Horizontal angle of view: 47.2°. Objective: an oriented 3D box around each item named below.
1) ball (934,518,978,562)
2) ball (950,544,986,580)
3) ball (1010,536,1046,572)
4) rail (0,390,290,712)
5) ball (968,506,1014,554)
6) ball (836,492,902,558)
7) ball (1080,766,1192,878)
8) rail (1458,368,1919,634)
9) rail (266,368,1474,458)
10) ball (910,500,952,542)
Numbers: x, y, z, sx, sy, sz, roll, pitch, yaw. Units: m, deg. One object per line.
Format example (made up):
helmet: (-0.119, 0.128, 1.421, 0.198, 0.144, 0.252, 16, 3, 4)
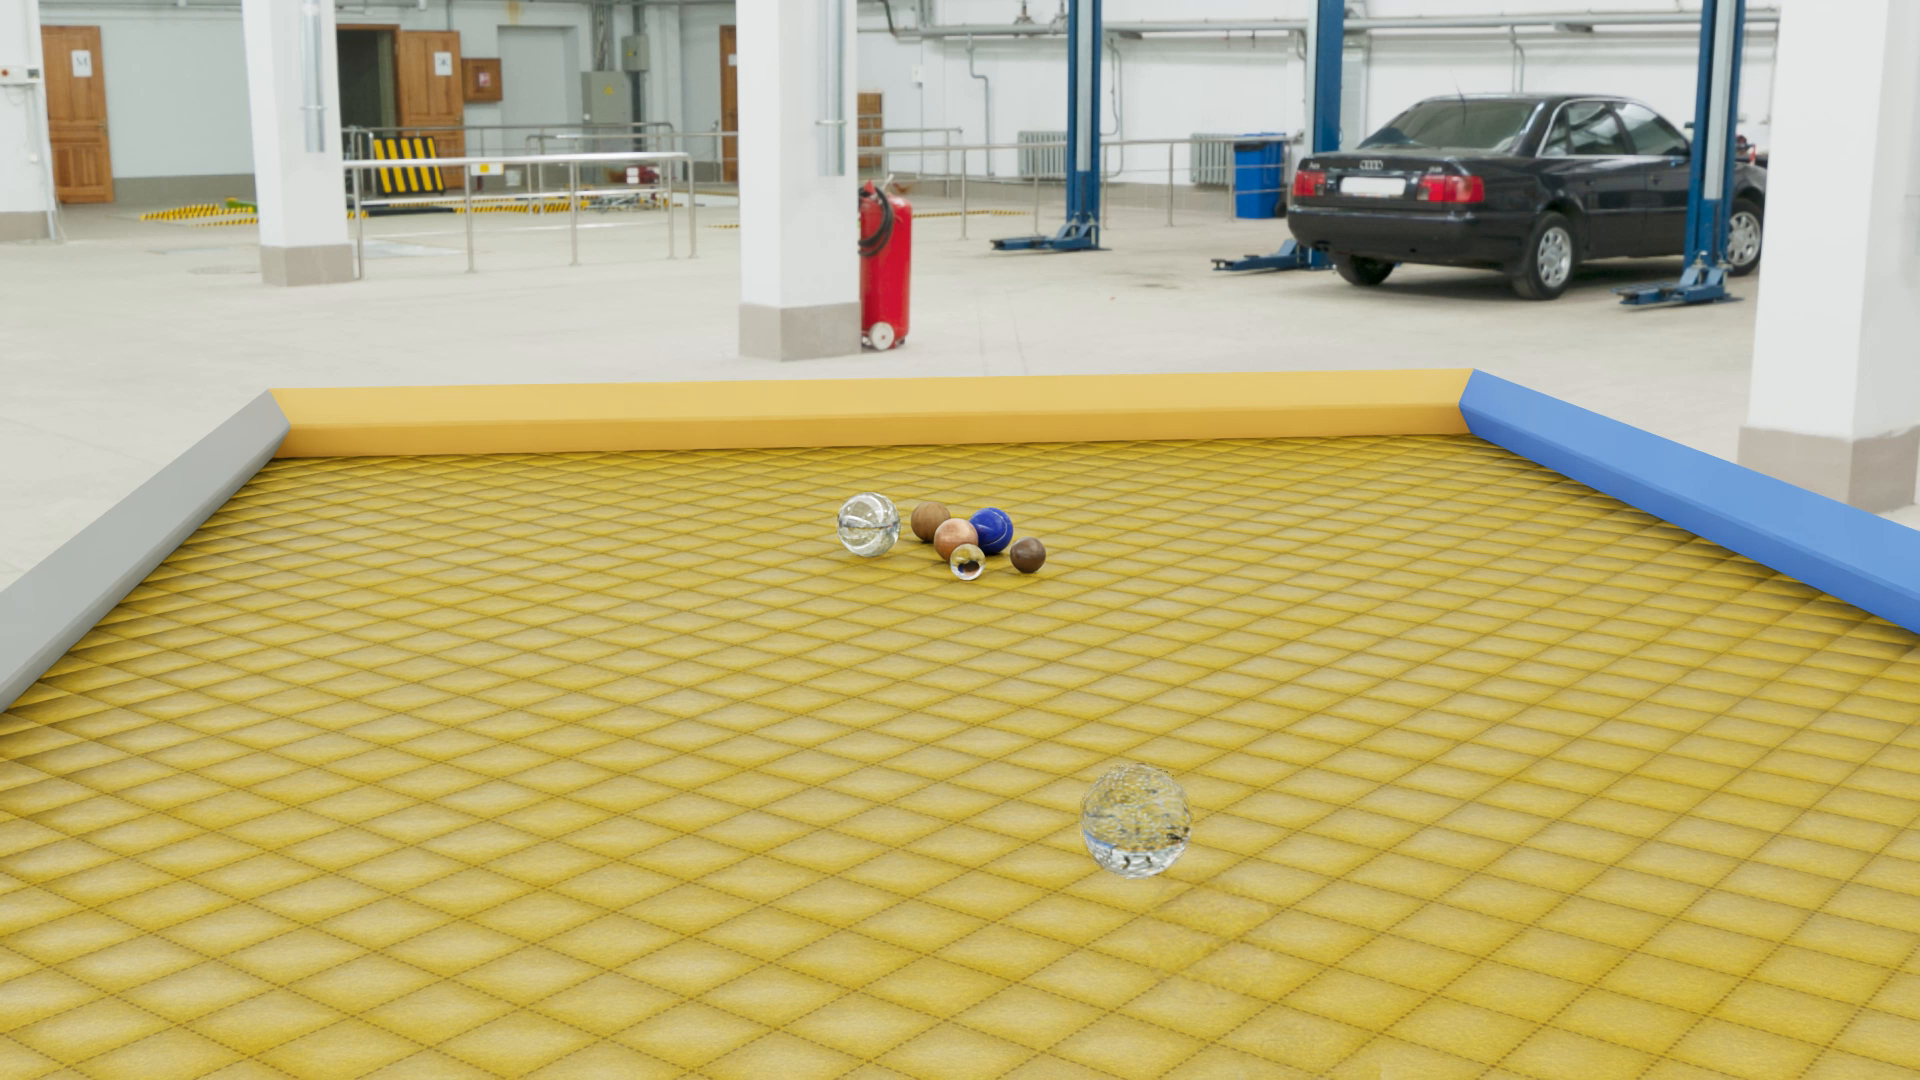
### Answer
ball: (-0.005, 0.001, 3.161, 0.065, 0.065, 0.065, 0, 12, 0)
ball: (0.011, 0.030, 3.055, 0.051, 0.051, 0.051, 0, 12, 0)
ball: (0.096, 0.021, 3.099, 0.052, 0.052, 0.052, 0, 12, 0)
rail: (-0.982, 0.211, 2.010, 0.045, 0.126, 4.163, -1, 12, -7)
ball: (0.044, -0.014, 3.221, 0.069, 0.069, 0.069, 0, 12, 0)
ball: (-0.133, -0.023, 3.199, 0.095, 0.095, 0.095, 0, 12, 0)
ball: (0.154, 0.246, 1.920, 0.097, 0.097, 0.097, 0, 12, 0)
rail: (1.242, 0.153, 2.283, 0.045, 0.126, 4.163, -1, 12, -7)
rail: (-0.127, -0.239, 4.144, 2.288, 0.126, 0.045, -1, 12, -7)
ball: (-0.044, -0.028, 3.305, 0.062, 0.062, 0.062, 0, 12, 0)
